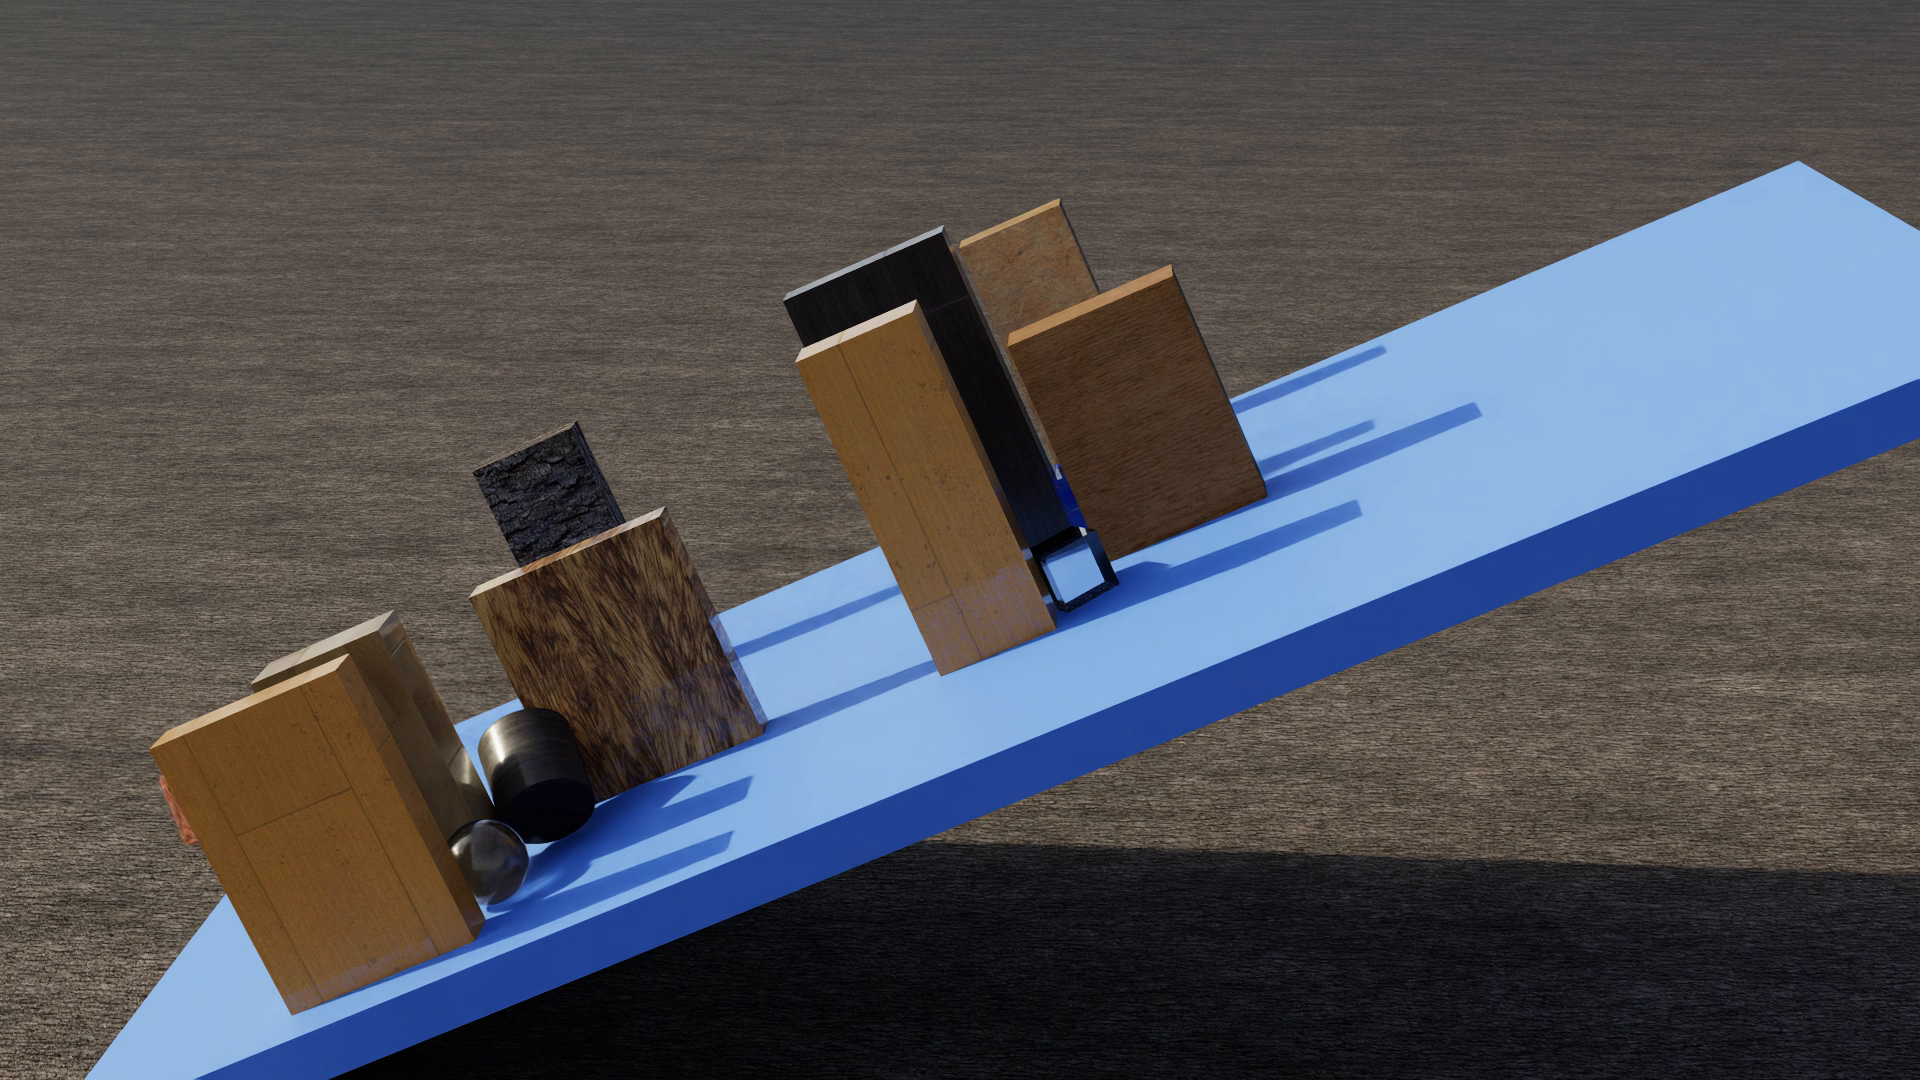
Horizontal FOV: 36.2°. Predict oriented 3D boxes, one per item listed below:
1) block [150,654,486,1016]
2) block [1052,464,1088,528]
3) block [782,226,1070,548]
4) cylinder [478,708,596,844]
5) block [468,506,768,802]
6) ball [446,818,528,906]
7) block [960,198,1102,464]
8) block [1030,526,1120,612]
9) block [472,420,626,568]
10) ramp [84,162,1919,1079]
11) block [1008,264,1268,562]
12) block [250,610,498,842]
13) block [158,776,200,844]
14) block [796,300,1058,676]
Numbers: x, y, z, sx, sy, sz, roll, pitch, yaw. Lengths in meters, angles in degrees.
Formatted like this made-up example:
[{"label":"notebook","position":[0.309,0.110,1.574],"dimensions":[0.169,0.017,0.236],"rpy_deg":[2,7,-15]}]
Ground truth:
[{"label":"block","position":[-1.223,0.565,5.621],"dimensions":[0.397,0.588,0.107],"rpy_deg":[-23,13,8]},{"label":"block","position":[0.306,-0.107,6.510],"dimensions":[0.152,0.152,0.152],"rpy_deg":[-22,13,10]},{"label":"block","position":[-0.058,-0.271,6.485],"dimensions":[0.378,0.749,0.095],"rpy_deg":[-23,13,8]},{"label":"cylinder","position":[-0.866,0.482,6.011],"dimensions":[0.197,0.197,0.197],"rpy_deg":[-6,46,-22]},{"label":"block","position":[-0.708,0.250,6.130],"dimensions":[0.438,0.508,0.088],"rpy_deg":[-23,13,8]},{"label":"ball","position":[-0.931,0.632,5.766],"dimensions":[0.170,0.170,0.170],"rpy_deg":[0,15,0]},{"label":"block","position":[0.244,-0.480,7.068],"dimensions":[0.258,0.619,0.105],"rpy_deg":[-23,13,8]},{"label":"block","position":[0.226,0.059,6.044],"dimensions":[0.126,0.126,0.126],"rpy_deg":[-29,13,-17]},{"label":"block","position":[-0.879,0.066,6.888],"dimensions":[0.253,0.641,0.094],"rpy_deg":[-23,13,8]},{"label":"ramp","position":[0.131,0.170,6.285],"dimensions":[4.000,0.100,2.000],"rpy_deg":[-23,13,8]},{"label":"block","position":[0.375,-0.264,6.200],"dimensions":[0.372,0.510,0.142],"rpy_deg":[-23,13,8]},{"label":"block","position":[-1.145,0.468,5.893],"dimensions":[0.283,0.579,0.142],"rpy_deg":[-23,13,8]},{"label":"block","position":[-1.853,0.634,7.381],"dimensions":[0.186,0.186,0.186],"rpy_deg":[-8,18,34]},{"label":"block","position":[-0.063,-0.103,5.912],"dimensions":[0.254,0.705,0.136],"rpy_deg":[-23,13,8]}]
